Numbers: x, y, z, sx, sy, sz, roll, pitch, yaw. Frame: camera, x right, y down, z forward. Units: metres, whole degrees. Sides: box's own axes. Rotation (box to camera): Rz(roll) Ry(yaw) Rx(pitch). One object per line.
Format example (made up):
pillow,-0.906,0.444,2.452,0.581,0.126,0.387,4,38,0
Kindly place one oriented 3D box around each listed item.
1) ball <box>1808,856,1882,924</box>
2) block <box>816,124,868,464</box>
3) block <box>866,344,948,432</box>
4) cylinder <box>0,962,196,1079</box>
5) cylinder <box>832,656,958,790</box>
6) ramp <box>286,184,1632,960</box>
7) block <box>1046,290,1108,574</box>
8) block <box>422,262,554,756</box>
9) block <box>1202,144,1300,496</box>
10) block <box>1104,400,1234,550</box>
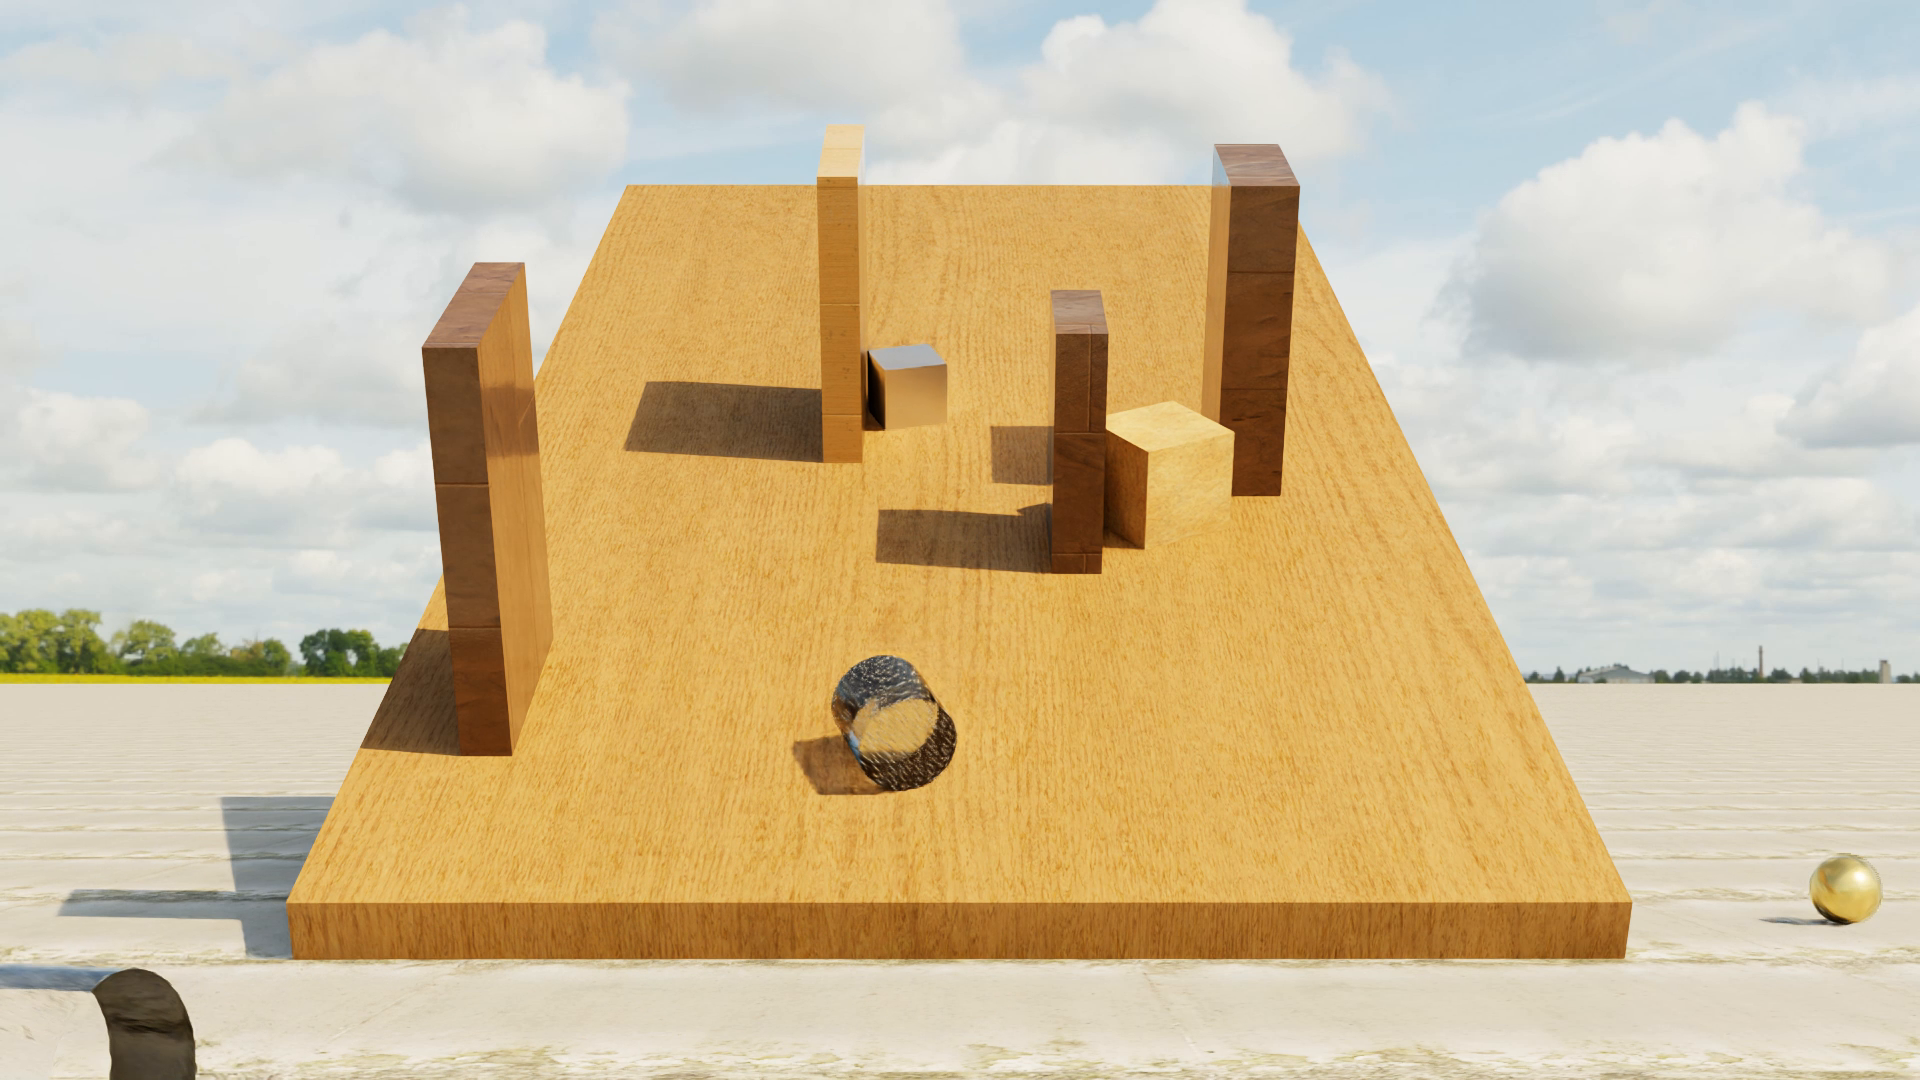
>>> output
ball,1.517,0.600,3.988,0.117,0.117,0.117,0,-3,0
block,-0.254,-0.547,5.113,0.084,0.635,0.444,0,24,0
block,-0.120,-0.346,5.263,0.146,0.146,0.146,-7,25,-17
cylinder,-0.755,0.438,1.876,0.190,0.190,0.190,-1,-3,17
cylinder,-0.108,0.297,3.792,0.164,0.164,0.164,1,22,-21
ramp,-0.008,-0.228,5.301,2.000,0.100,4.000,0,24,0
block,0.226,-0.212,4.537,0.098,0.492,0.264,0,24,0
block,-0.784,-0.058,3.909,0.085,0.715,0.441,0,24,0
block,0.604,-0.464,4.890,0.137,0.667,0.333,0,24,0
block,0.403,-0.134,4.710,0.210,0.210,0.210,-14,27,-28
